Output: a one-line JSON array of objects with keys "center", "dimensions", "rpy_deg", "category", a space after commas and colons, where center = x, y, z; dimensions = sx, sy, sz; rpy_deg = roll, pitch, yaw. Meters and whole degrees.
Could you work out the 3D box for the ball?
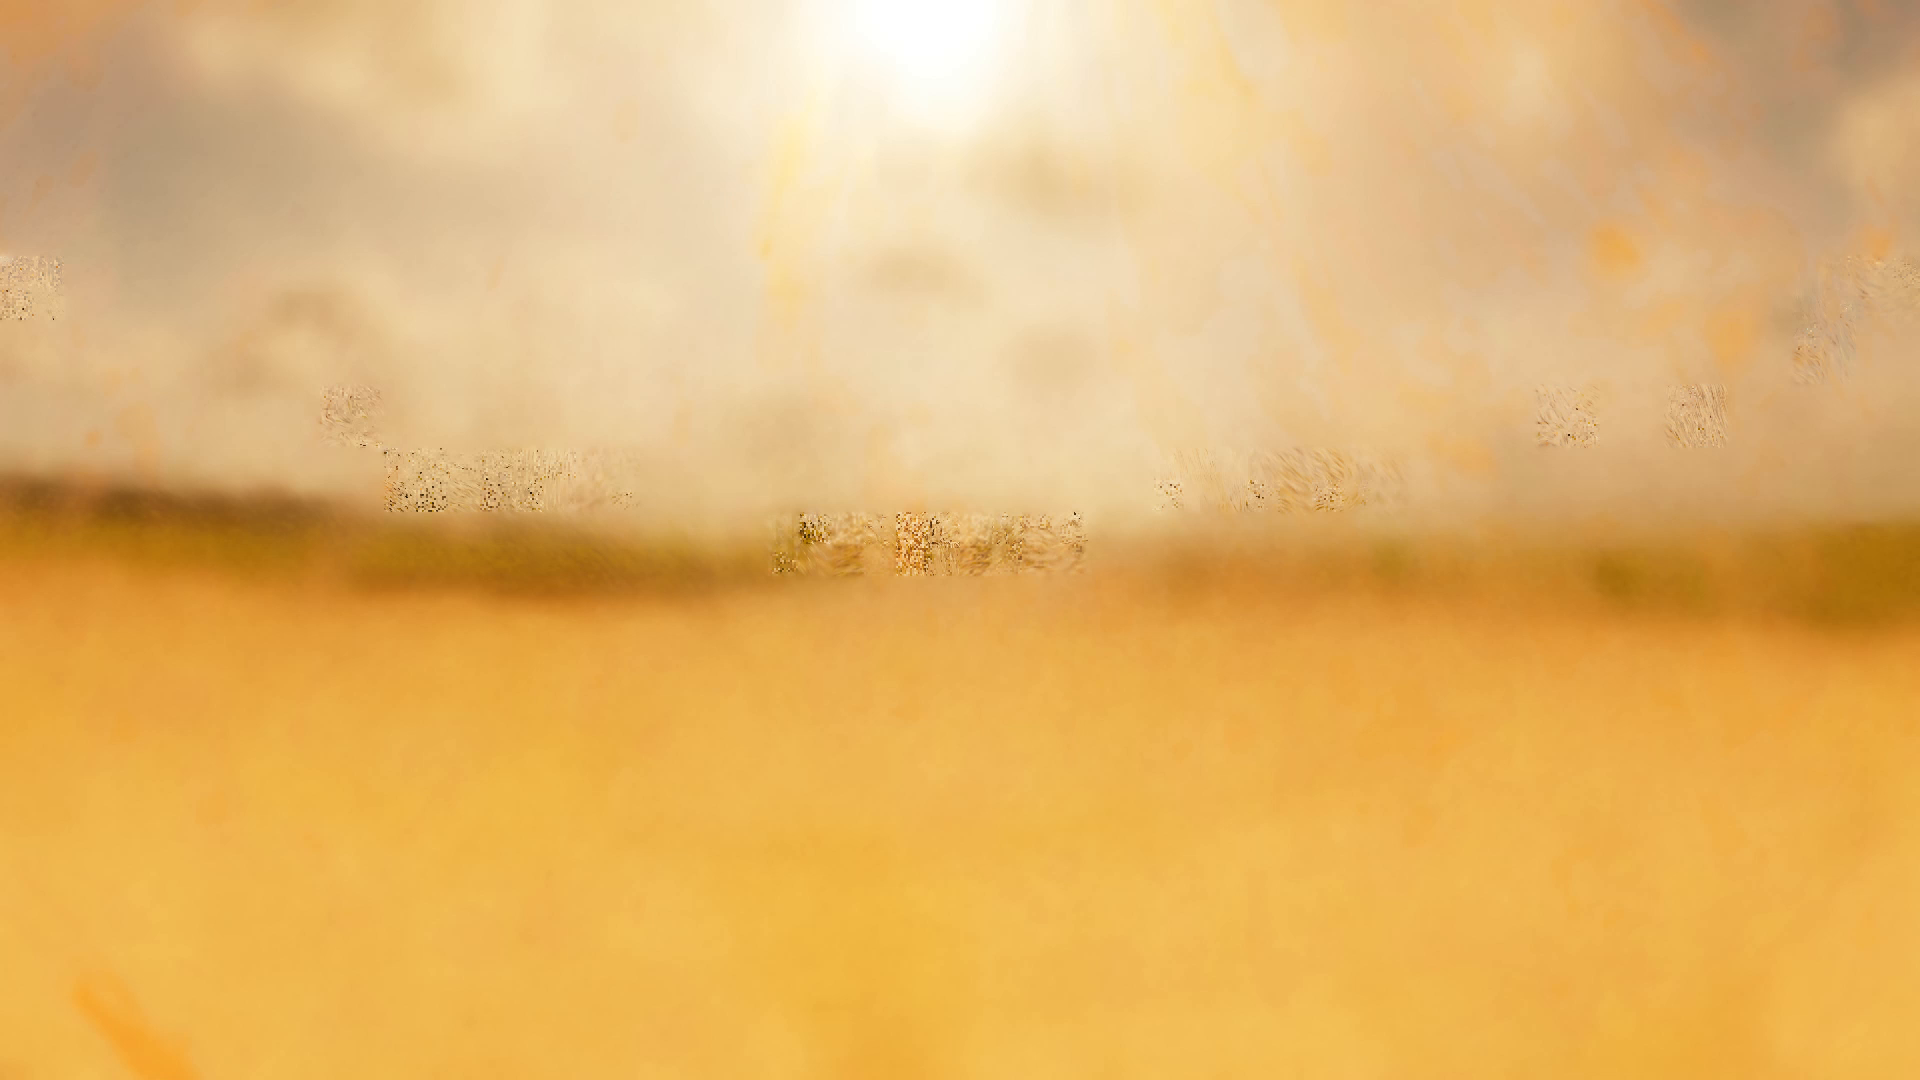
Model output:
[{"center": [0.000, -0.002, 0.056], "dimensions": [0.080, 0.080, 0.080], "rpy_deg": [0, 4, 0], "category": "ball"}]
